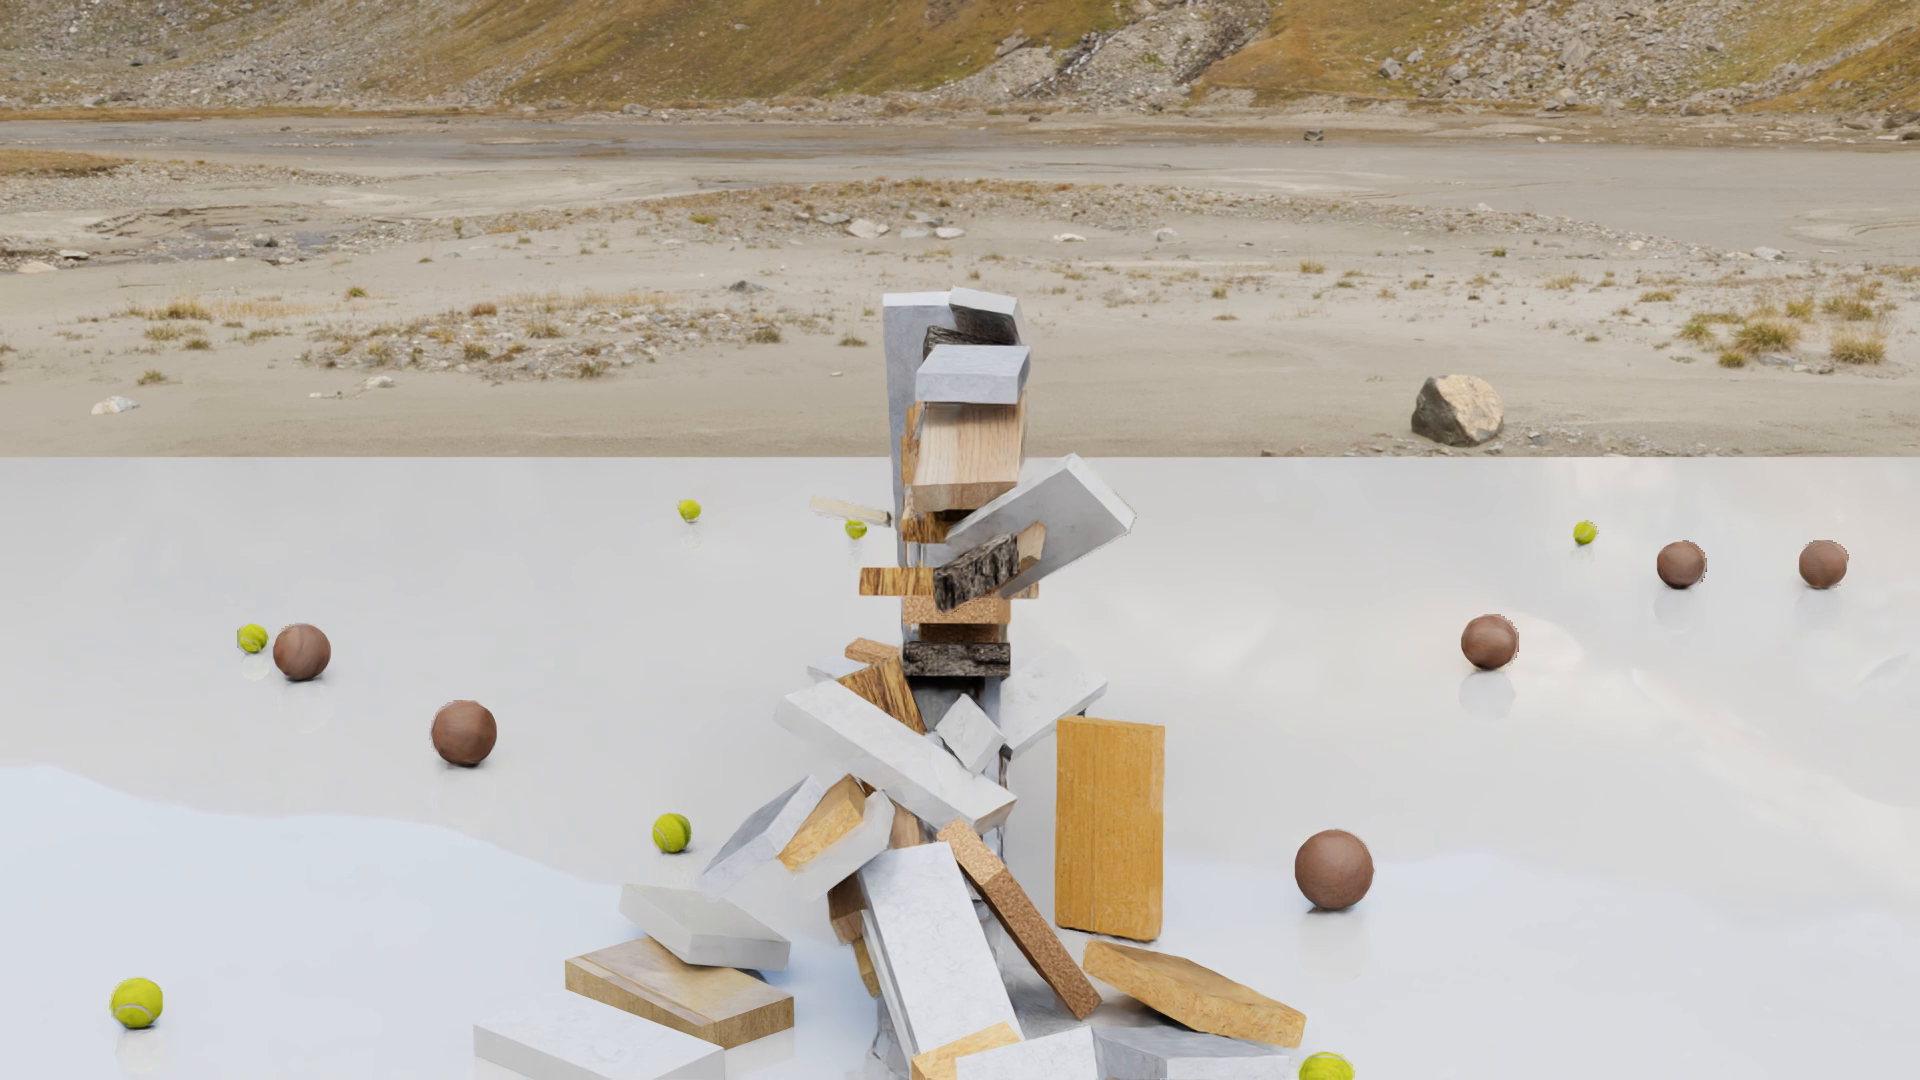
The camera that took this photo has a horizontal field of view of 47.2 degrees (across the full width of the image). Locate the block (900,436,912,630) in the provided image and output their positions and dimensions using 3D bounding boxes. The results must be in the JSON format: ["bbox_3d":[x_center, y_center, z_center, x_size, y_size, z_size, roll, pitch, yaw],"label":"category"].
[{"bbox_3d":[-0.039,-0.018,4.761,0.160,0.426,0.045,-1,-15,-7],"label":"block"}]

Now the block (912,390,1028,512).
[{"bbox_3d":[0.021,-0.155,3.724,0.172,0.049,0.344,-2,29,6],"label":"block"}]

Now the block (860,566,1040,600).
[{"bbox_3d":[-0.012,0.075,3.782,0.166,0.047,0.407,0,-2,22],"label":"block"}]

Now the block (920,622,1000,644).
[{"bbox_3d":[0.002,0.159,3.765,0.120,0.034,0.240,1,-2,4],"label":"block"}]

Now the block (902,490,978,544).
[{"bbox_3d":[-0.009,-0.077,3.809,0.145,0.041,0.291,2,26,6],"label":"block"}]

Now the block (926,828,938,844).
[{"bbox_3d":[-0.073,0.523,3.224,0.120,0.034,0.239,-23,28,1],"label":"block"}]

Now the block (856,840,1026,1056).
[{"bbox_3d":[0.000,0.611,2.792,0.131,0.037,0.659,-8,32,-12],"label":"block"}]

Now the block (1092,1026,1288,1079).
[{"bbox_3d":[0.276,0.661,2.800,0.159,0.045,0.318,3,-6,-17],"label":"block"}]

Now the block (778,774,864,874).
[{"bbox_3d":[-0.198,0.401,3.137,0.125,0.035,0.249,-37,3,-1],"label":"block"}]

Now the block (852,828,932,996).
[{"bbox_3d":[-0.091,0.523,3.157,0.145,0.041,0.291,-24,28,0],"label":"block"}]

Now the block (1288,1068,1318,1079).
[{"bbox_3d":[0.350,0.724,2.856,0.236,0.033,0.118,1,11,3],"label":"block"}]

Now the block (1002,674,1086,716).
[{"bbox_3d":[0.048,0.316,3.870,0.349,0.034,0.120,-19,50,-30],"label":"block"}]

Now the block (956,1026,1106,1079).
[{"bbox_3d":[0.091,0.693,2.357,0.159,0.045,0.328,-16,46,10],"label":"block"}]

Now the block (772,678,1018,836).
[{"bbox_3d":[-0.097,0.328,3.290,0.351,0.043,0.153,31,19,19],"label":"block"}]

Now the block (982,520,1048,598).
[{"bbox_3d":[0.083,0.030,3.517,0.020,0.072,0.143,31,-41,-20],"label":"block"}]

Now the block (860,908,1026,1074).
[{"bbox_3d":[-0.015,0.609,2.870,0.145,0.041,0.382,-8,33,-13],"label":"block"}]

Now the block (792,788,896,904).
[{"bbox_3d":[-0.159,0.423,3.062,0.131,0.037,0.262,-36,3,3],"label":"block"}]

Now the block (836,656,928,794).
[{"bbox_3d":[-0.112,0.322,3.470,0.125,0.249,0.035,-21,6,1],"label":"block"}]

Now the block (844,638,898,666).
[{"bbox_3d":[-0.157,0.257,4.811,0.174,0.025,0.087,14,16,14],"label":"block"}]

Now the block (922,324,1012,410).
[{"bbox_3d":[0.020,-0.311,4.164,0.172,0.049,0.393,13,20,-7],"label":"block"}]

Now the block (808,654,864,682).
[{"bbox_3d":[-0.177,0.329,4.837,0.363,0.025,0.087,20,26,38],"label":"block"}]

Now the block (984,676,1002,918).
[{"bbox_3d":[-0.021,0.416,3.666,0.171,0.048,0.449,1,52,2],"label":"block"}]

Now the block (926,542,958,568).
[{"bbox_3d":[0.016,-0.001,3.923,0.145,0.041,0.492,1,7,0],"label":"block"}]

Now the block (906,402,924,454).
[{"bbox_3d":[-0.019,-0.221,4.543,0.165,0.047,0.330,15,15,-3],"label":"block"}]

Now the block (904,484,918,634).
[{"bbox_3d":[-0.030,0.037,4.700,0.160,0.320,0.045,-2,-15,-7],"label":"block"}]

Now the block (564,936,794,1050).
[{"bbox_3d":[-0.410,0.656,3.188,0.162,0.046,0.338,-10,14,-42],"label":"block"}]

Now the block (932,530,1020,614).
[{"bbox_3d":[0.025,0.048,3.323,0.143,0.072,0.020,-28,44,-24],"label":"block"}]

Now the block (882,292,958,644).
[{"bbox_3d":[-0.066,-0.119,4.971,0.165,1.054,0.047,-1,43,1],"label":"block"}]

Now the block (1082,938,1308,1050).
[{"bbox_3d":[0.322,0.632,3.076,0.167,0.047,0.333,16,-3,-24],"label":"block"}]

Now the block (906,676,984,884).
[{"bbox_3d":[-0.047,0.389,3.542,0.171,0.341,0.048,0,-14,2],"label":"block"}]

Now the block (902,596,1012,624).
[{"bbox_3d":[-0.001,0.118,3.712,0.153,0.043,0.305,1,-2,6],"label":"block"}]
